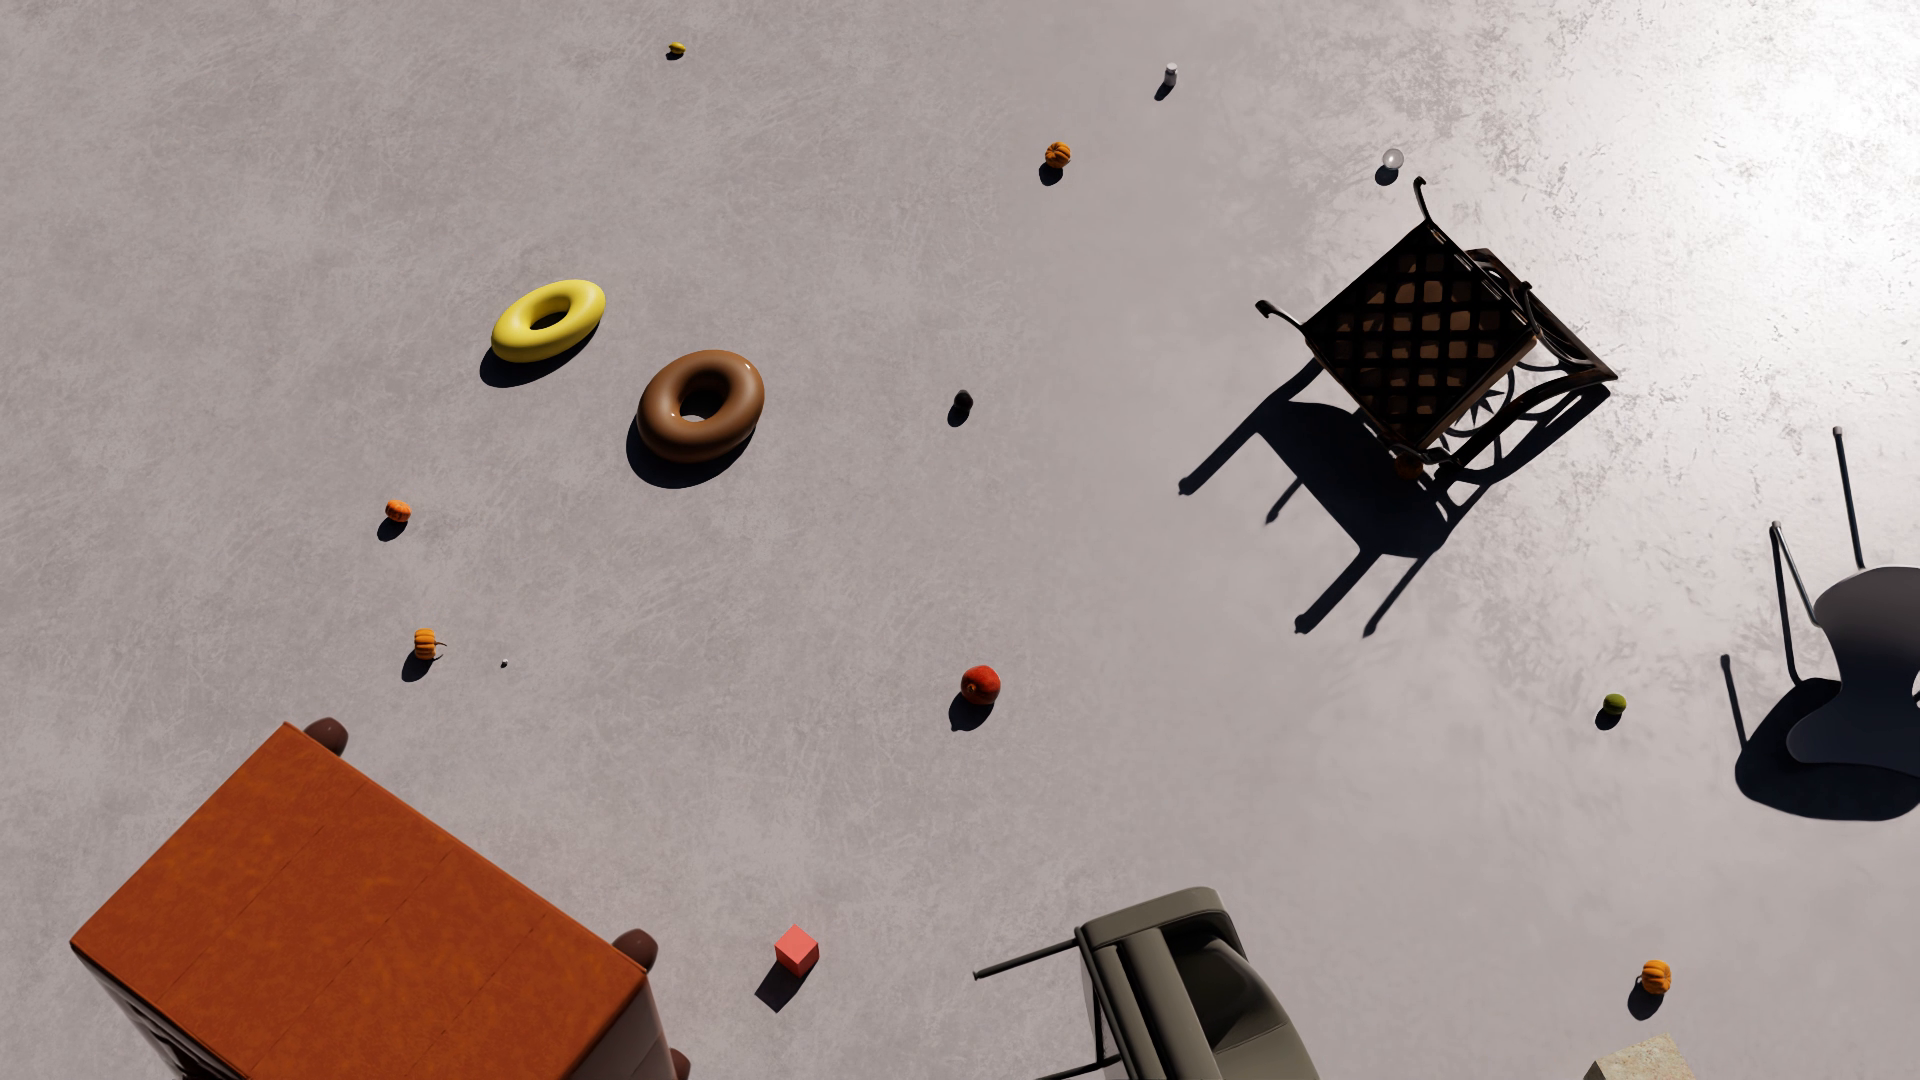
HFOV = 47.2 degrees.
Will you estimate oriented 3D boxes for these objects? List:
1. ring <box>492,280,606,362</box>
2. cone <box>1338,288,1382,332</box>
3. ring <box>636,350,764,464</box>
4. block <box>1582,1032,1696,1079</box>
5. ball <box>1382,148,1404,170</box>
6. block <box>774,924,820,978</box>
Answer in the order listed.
[{"bbox_3d":[-1.305,-0.695,6.978,0.405,0.105,0.235,-34,64,-21],"label":"ring"},{"bbox_3d":[1.287,-0.765,7.033,0.143,0.090,0.179,10,57,7],"label":"cone"},{"bbox_3d":[-0.800,-0.414,6.789,0.373,0.105,0.441,27,61,18],"label":"ring"},{"bbox_3d":[1.692,1.381,5.504,0.206,0.238,0.159,-18,58,-11],"label":"block"},{"bbox_3d":[1.456,-1.279,7.388,0.073,0.073,0.073,0,56,0],"label":"ball"},{"bbox_3d":[-0.428,1.083,5.788,0.083,0.099,0.078,35,63,21],"label":"block"}]
